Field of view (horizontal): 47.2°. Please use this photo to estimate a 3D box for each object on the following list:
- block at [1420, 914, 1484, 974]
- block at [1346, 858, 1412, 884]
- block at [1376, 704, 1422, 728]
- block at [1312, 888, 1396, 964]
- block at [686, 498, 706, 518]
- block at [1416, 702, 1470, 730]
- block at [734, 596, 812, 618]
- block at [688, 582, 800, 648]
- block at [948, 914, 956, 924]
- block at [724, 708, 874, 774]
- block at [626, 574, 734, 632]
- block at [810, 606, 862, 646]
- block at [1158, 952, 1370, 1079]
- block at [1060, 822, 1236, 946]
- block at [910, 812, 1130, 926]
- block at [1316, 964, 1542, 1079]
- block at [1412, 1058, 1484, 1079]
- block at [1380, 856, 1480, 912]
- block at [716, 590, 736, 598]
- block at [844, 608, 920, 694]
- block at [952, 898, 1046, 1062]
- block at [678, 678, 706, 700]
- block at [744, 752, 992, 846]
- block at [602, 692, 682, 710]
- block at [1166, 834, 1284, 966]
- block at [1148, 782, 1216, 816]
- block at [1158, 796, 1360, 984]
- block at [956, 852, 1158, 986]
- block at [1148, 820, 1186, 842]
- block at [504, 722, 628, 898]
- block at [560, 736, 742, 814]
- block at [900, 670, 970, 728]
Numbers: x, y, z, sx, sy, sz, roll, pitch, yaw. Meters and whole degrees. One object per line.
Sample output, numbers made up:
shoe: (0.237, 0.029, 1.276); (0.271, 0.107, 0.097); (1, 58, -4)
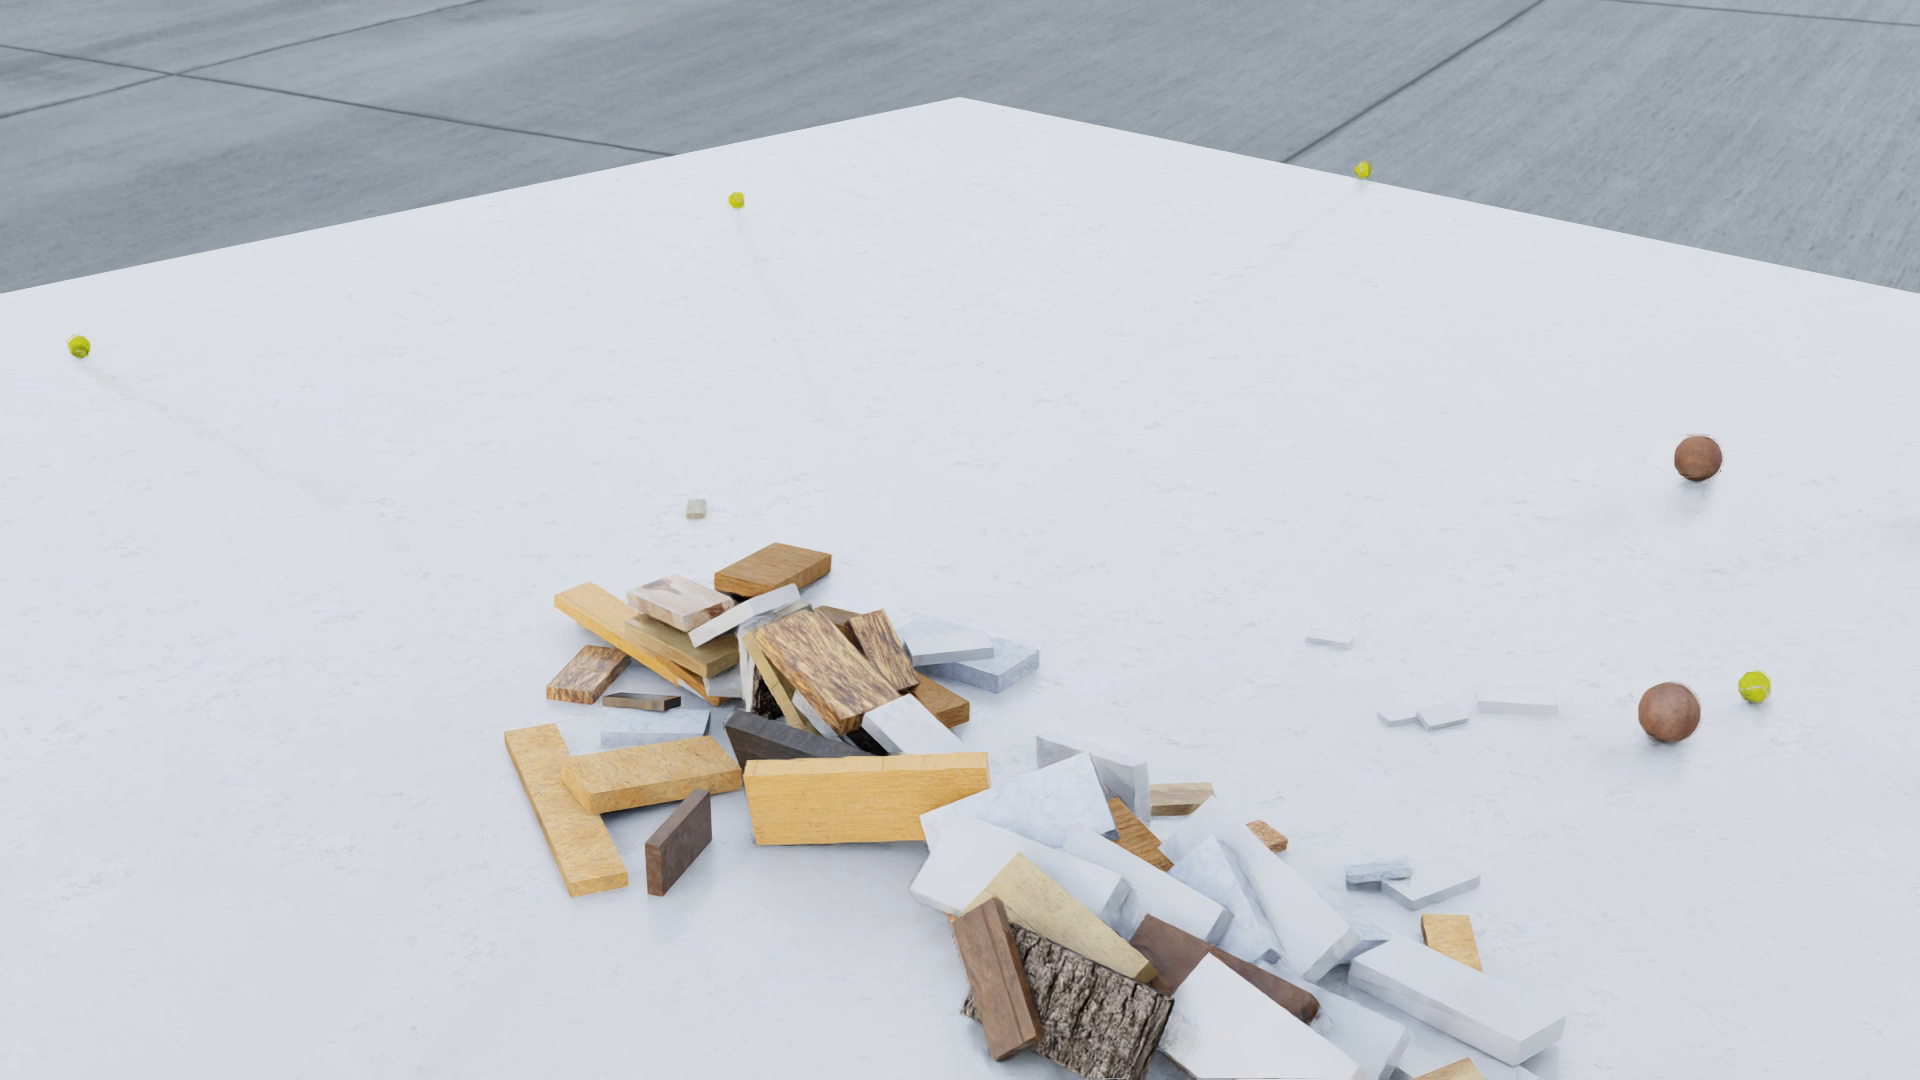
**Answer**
block: (0.886, 0.760, 3.937); (0.086, 0.024, 0.292); (2, 23, 4)
block: (0.800, 0.633, 4.205); (0.119, 0.017, 0.059); (-8, 8, 5)
block: (0.976, 0.385, 4.834); (0.104, 0.015, 0.052); (-8, 24, -19)
block: (0.625, 0.681, 4.001); (0.164, 0.047, 0.328); (9, 11, -37)
block: (-0.712, -0.085, 5.942); (0.051, 0.015, 0.103); (-1, 23, -3)
block: (1.056, 0.385, 4.813); (0.104, 0.015, 0.052); (-10, 44, -21)
block: (-0.477, 0.157, 5.351); (0.222, 0.031, 0.111); (19, 29, 37)
block: (-0.473, 0.166, 4.818); (0.131, 0.037, 0.262); (-20, -5, -41)
block: (0.056, 0.720, 4.022); (0.113, 0.032, 0.227); (-6, 24, -13)
block: (-0.306, 0.463, 4.441); (0.346, 0.173, 0.049); (15, 48, 31)
block: (-0.635, 0.141, 4.984); (0.131, 0.037, 0.262); (-20, 23, -32)
block: (-0.268, 0.201, 5.055); (0.161, 0.046, 0.321); (13, 4, 5)
block: (0.476, 0.836, 3.574); (0.174, 0.049, 0.348); (-47, 45, -11)
block: (0.304, 0.663, 3.951); (0.349, 0.175, 0.049); (26, -9, 39)
block: (0.106, 0.634, 3.998); (0.376, 0.049, 0.175); (16, 63, 36)
block: (0.769, 0.859, 3.676); (0.164, 0.047, 0.644); (-16, 28, -34)
block: (0.734, 0.910, 3.494); (0.227, 0.032, 0.113); (-19, 32, -8)
block: (0.897, 0.654, 4.188); (0.173, 0.024, 0.086); (-13, 26, -29)
block: (-0.597, 0.135, 5.296); (0.103, 0.015, 0.051); (3, 13, 5)
block: (-0.172, 0.251, 4.858); (0.095, 0.027, 0.190); (-17, 71, -34)
block: (0.064, 0.745, 3.733); (0.027, 0.095, 0.258); (25, 37, -48)
block: (-0.564, 0.300, 4.978); (0.077, 0.022, 0.154); (30, 36, 13)
block: (-0.174, 0.505, 4.286); (0.473, 0.173, 0.049); (-3, 32, 7)
block: (-0.701, 0.355, 4.845); (0.154, 0.022, 0.077); (2, 4, 21)
block: (0.460, 0.674, 3.923); (0.040, 0.143, 0.285); (37, 18, -36)
block: (0.432, 0.529, 4.483); (0.174, 0.025, 0.087); (-2, 23, -4)
block: (0.532, 0.633, 3.962); (0.143, 0.040, 0.456); (-44, 36, -2)
block: (0.163, 0.711, 3.838); (0.174, 0.049, 0.348); (-46, 48, -10)
block: (0.406, 0.604, 4.306); (0.087, 0.025, 0.174); (0, 23, -1)
block: (-0.806, 0.536, 4.457); (0.111, 0.031, 0.656); (-9, 25, -20)
block: (-0.634, 0.481, 4.522); (0.330, 0.047, 0.165); (-6, 24, -29)
block: (-0.159, 0.338, 4.903); (0.165, 0.047, 0.371); (-17, 28, -35)
